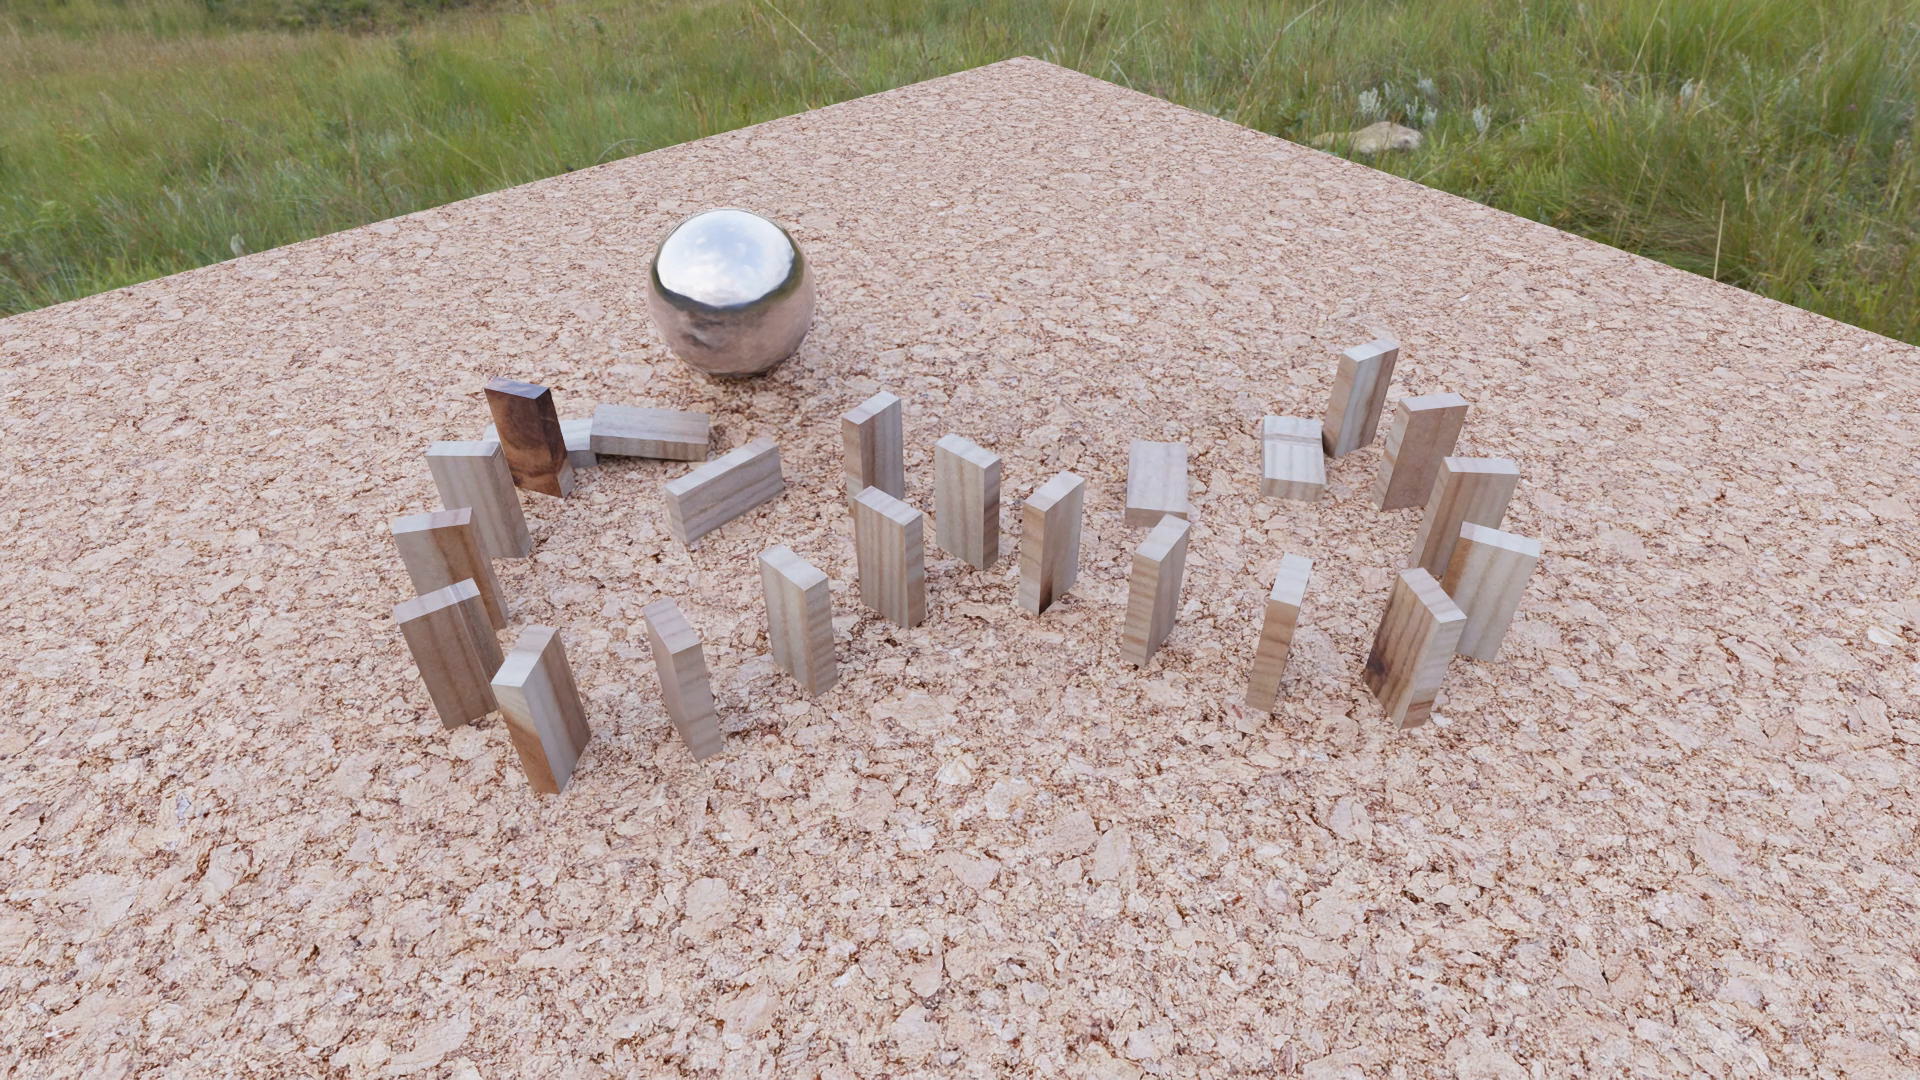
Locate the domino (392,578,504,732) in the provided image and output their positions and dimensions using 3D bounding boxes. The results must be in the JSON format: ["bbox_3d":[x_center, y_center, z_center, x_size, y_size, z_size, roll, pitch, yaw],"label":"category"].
[{"bbox_3d":[-0.166,0.038,0.365,0.025,0.050,0.009,-23,45,-26],"label":"domino"}]

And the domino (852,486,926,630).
[{"bbox_3d":[-0.026,0.007,0.403,0.025,0.050,0.009,28,47,30],"label":"domino"}]

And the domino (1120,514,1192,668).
[{"bbox_3d":[0.069,0.018,0.389,0.010,0.050,0.025,23,45,25],"label":"domino"}]

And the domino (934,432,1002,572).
[{"bbox_3d":[0.003,-0.014,0.429,0.025,0.050,0.010,29,47,31],"label":"domino"}]

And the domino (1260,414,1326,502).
[{"bbox_3d":[0.147,-0.037,0.488,0.025,0.010,0.050,7,40,9],"label":"domino"}]

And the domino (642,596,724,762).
[{"bbox_3d":[-0.089,0.045,0.356,0.010,0.050,0.025,-22,44,-25],"label":"domino"}]

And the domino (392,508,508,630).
[{"bbox_3d":[-0.182,0.013,0.396,0.025,0.050,0.010,-9,40,-10],"label":"domino"}]

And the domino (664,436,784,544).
[{"bbox_3d":[-0.097,-0.021,0.457,0.010,0.025,0.050,32,49,33],"label":"domino"}]

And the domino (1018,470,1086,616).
[{"bbox_3d":[0.034,0.001,0.410,0.009,0.050,0.025,27,47,29],"label":"domino"}]

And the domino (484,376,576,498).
[{"bbox_3d":[-0.181,-0.043,0.464,0.025,0.050,0.010,13,41,16],"label":"domino"}]

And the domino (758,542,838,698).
[{"bbox_3d":[-0.055,0.028,0.377,0.009,0.050,0.025,-32,49,-33],"label":"domino"}]

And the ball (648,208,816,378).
[{"bbox_3d":[-0.110,-0.119,0.533,0.080,0.080,0.080,0,39,0],"label":"ball"}]

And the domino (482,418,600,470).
[{"bbox_3d":[-0.188,-0.042,0.495,0.050,0.010,0.025,-4,40,-5],"label":"domino"}]

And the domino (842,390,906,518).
[{"bbox_3d":[-0.035,-0.033,0.452,0.010,0.050,0.025,27,46,29],"label":"domino"}]

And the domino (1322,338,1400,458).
[{"bbox_3d":[0.176,-0.063,0.488,0.025,0.050,0.010,-20,43,-23],"label":"domino"}]

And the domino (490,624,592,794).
[{"bbox_3d":[-0.131,0.054,0.346,0.009,0.050,0.025,5,40,6],"label":"domino"}]

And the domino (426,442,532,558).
[{"bbox_3d":[-0.187,-0.015,0.430,0.025,0.050,0.009,1,39,1],"label":"domino"}]

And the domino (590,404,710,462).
[{"bbox_3d":[-0.139,-0.048,0.495,0.050,0.010,0.025,4,38,-13],"label":"domino"}]

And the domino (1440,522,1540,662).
[{"bbox_3d":[0.183,0.019,0.388,0.025,0.050,0.009,17,42,20],"label":"domino"}]

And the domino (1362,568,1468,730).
[{"bbox_3d":[0.150,0.037,0.367,0.009,0.050,0.025,-9,40,-10],"label":"domino"}]

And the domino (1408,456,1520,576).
[{"bbox_3d":[0.192,-0.008,0.421,0.025,0.050,0.009,2,39,3],"label":"domino"}]

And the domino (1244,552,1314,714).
[{"bbox_3d":[0.108,0.032,0.373,0.010,0.050,0.025,16,42,18],"label":"domino"}]

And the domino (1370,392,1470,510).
[{"bbox_3d":[0.190,-0.036,0.455,0.025,0.050,0.009,-7,40,-8],"label":"domino"}]

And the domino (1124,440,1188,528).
[{"bbox_3d":[0.085,-0.024,0.473,0.025,0.009,0.050,6,40,7],"label":"domino"}]
